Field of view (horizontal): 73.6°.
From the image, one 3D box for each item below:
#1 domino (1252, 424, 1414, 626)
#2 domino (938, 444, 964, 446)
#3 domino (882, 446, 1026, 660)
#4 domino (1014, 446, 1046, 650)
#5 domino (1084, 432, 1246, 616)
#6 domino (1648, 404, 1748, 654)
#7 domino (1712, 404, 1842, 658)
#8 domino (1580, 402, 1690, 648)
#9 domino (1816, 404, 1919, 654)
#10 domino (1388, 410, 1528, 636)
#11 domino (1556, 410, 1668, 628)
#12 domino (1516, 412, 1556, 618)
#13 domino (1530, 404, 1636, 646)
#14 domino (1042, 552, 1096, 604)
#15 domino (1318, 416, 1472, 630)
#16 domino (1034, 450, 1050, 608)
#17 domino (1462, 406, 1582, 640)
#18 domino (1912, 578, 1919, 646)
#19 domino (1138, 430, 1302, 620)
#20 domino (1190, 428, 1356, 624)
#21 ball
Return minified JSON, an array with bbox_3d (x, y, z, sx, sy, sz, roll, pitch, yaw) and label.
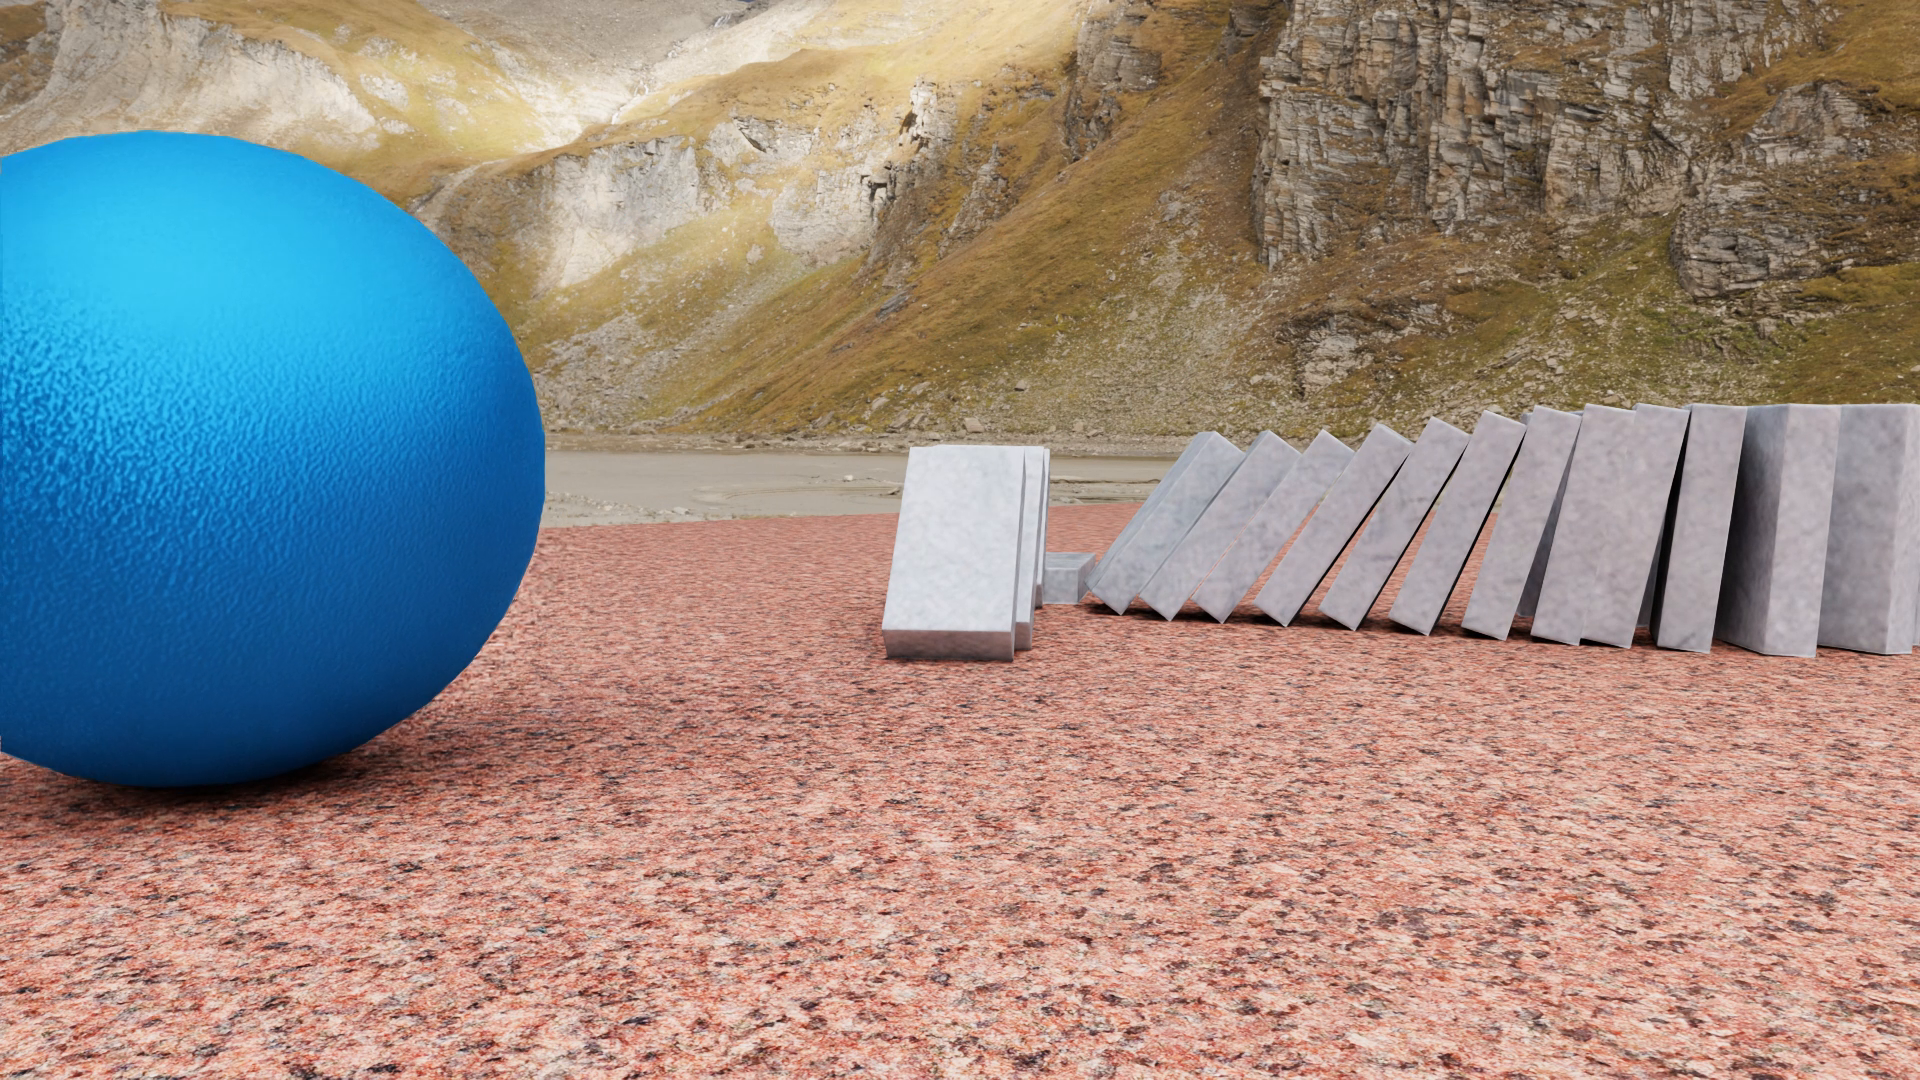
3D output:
[{"bbox_3d":[0.089,-0.004,0.304,0.009,0.050,0.025,36,16,15],"label":"domino"},{"bbox_3d":[0.004,-0.001,0.293,0.025,0.009,0.050,2,49,8],"label":"domino"},{"bbox_3d":[0.000,0.002,0.266,0.025,0.009,0.050,1,49,7],"label":"domino"},{"bbox_3d":[0.004,0.001,0.279,0.025,0.009,0.050,1,49,8],"label":"domino"},{"bbox_3d":[0.052,-0.005,0.329,0.010,0.050,0.025,37,4,-2],"label":"domino"},{"bbox_3d":[0.155,-0.003,0.271,0.009,0.050,0.025,8,7,24],"label":"domino"},{"bbox_3d":[0.169,-0.003,0.267,0.009,0.050,0.025,3,5,8],"label":"domino"},{"bbox_3d":[0.145,-0.004,0.276,0.010,0.050,0.025,13,10,24],"label":"domino"},{"bbox_3d":[0.185,-0.003,0.268,0.010,0.050,0.025,1,4,-27],"label":"domino"},{"bbox_3d":[0.114,-0.004,0.292,0.010,0.050,0.025,26,14,22],"label":"domino"},{"bbox_3d":[0.154,-0.005,0.301,0.025,0.050,0.009,0,4,-6],"label":"domino"},{"bbox_3d":[0.152,-0.006,0.316,0.025,0.050,0.009,1,4,15],"label":"domino"},{"bbox_3d":[0.136,-0.004,0.280,0.009,0.050,0.025,14,10,24],"label":"domino"},{"bbox_3d":[0.024,0.010,0.367,0.025,0.009,0.050,1,4,11],"label":"domino"},{"bbox_3d":[0.102,-0.004,0.299,0.009,0.050,0.025,31,15,18],"label":"domino"},{"bbox_3d":[0.011,-0.004,0.347,0.025,0.010,0.050,0,47,7],"label":"domino"},{"bbox_3d":[0.125,-0.004,0.286,0.010,0.050,0.025,19,12,23],"label":"domino"},{"bbox_3d":[0.195,-0.004,0.280,0.025,0.050,0.010,3,4,37],"label":"domino"},{"bbox_3d":[0.063,-0.004,0.316,0.009,0.050,0.025,38,9,4],"label":"domino"},{"bbox_3d":[0.076,-0.004,0.311,0.009,0.050,0.025,38,13,10],"label":"domino"},{"bbox_3d":[-0.094,-0.010,0.161,0.080,0.080,0.080,0,4,0],"label":"ball"}]
